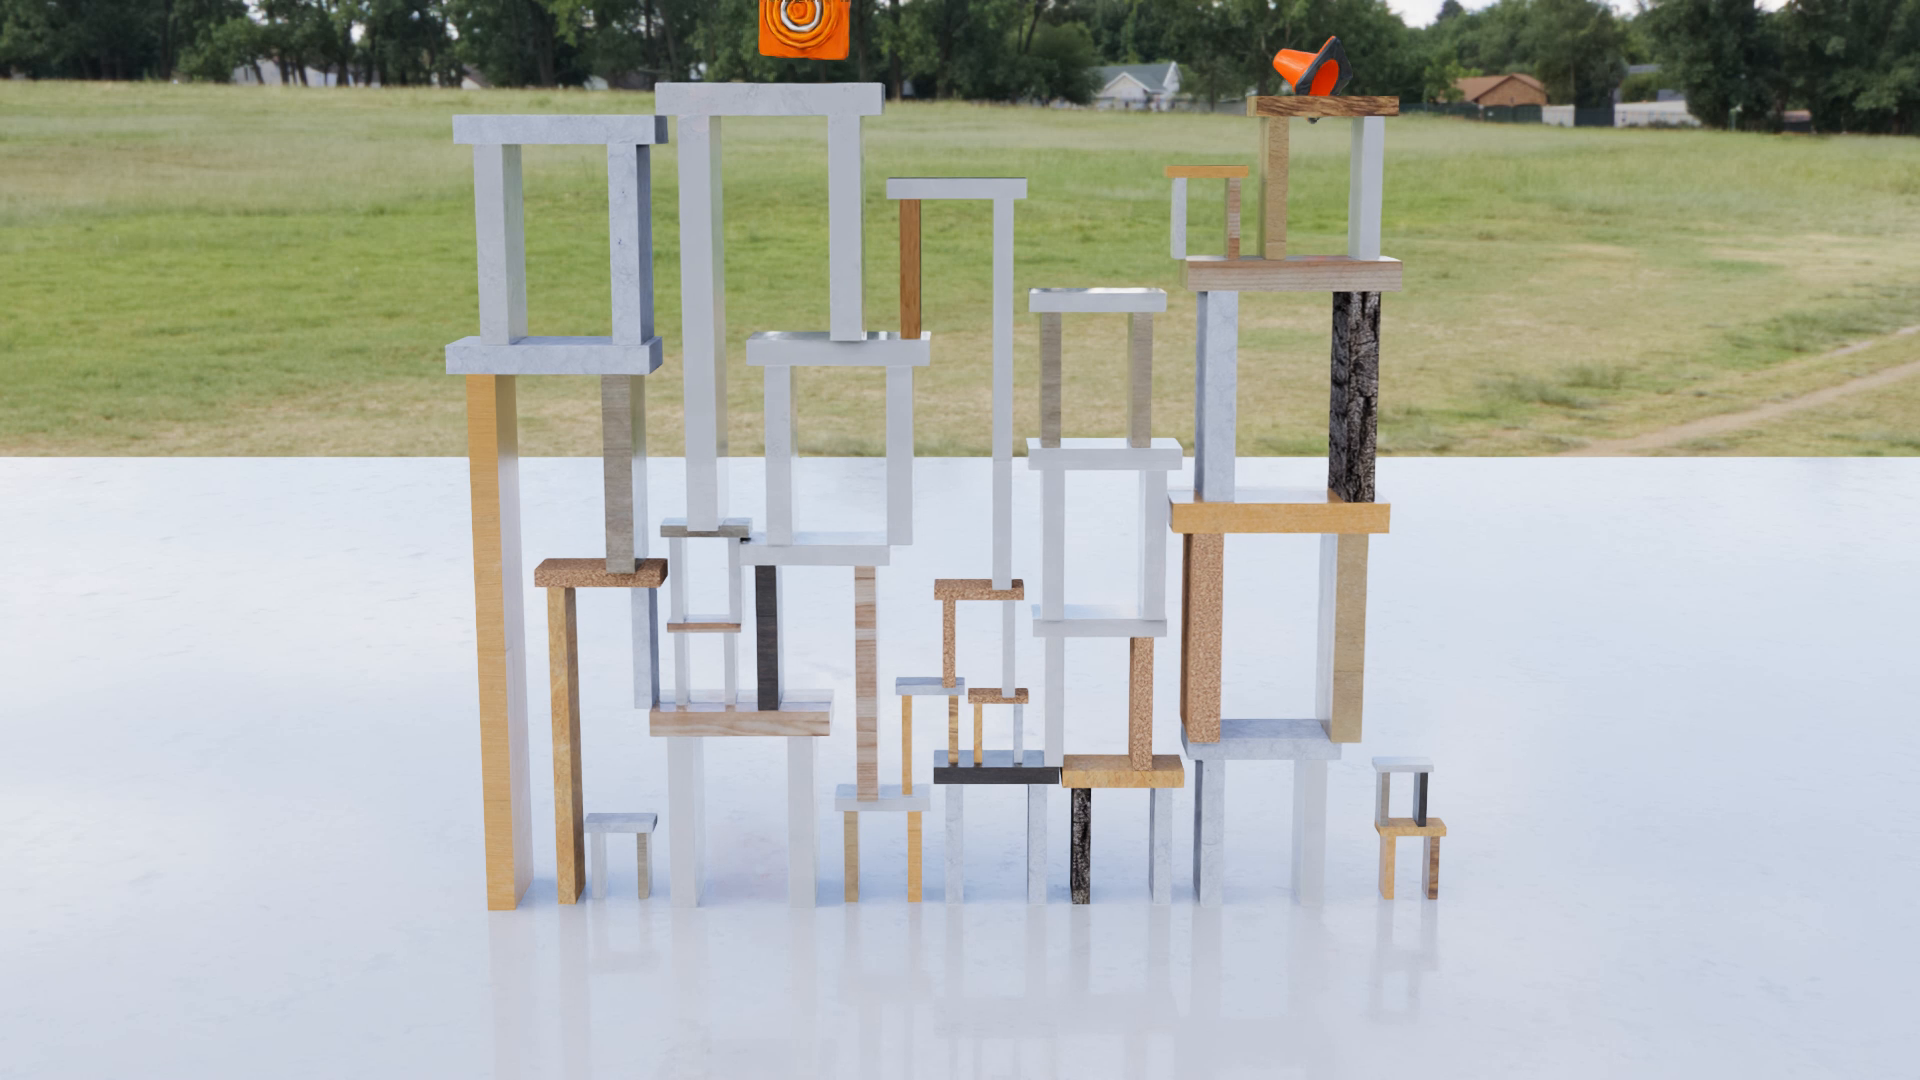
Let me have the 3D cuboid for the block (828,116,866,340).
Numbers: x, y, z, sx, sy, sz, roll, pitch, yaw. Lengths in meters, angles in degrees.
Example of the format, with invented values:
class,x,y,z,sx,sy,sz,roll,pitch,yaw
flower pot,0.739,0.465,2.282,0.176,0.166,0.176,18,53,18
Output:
class,x,y,z,sx,sy,sz,roll,pitch,yaw
block,-0.177,-0.494,3.468,0.049,0.344,0.172,0,11,0

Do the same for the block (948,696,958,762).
class,x,y,z,sx,sy,sz,roll,pitch,yaw
block,-0.011,0.303,3.619,0.016,0.113,0.057,0,11,0

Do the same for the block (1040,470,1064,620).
class,x,y,z,sx,sy,sz,roll,pitch,yaw
block,0.148,-0.002,3.557,0.034,0.243,0.121,0,11,0

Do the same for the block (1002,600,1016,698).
class,x,y,z,sx,sy,sz,roll,pitch,yaw
block,0.079,0.170,3.588,0.021,0.161,0.072,0,11,0

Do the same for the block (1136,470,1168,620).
class,x,y,z,sx,sy,sz,roll,pitch,yaw
block,0.310,-0.002,3.557,0.034,0.243,0.122,0,11,0

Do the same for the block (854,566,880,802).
class,x,y,z,sx,sy,sz,roll,pitch,yaw
block,-0.151,0.222,3.598,0.034,0.392,0.119,0,11,0

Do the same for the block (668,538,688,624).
class,x,y,z,sx,sy,sz,roll,pitch,yaw
block,-0.456,0.059,3.571,0.020,0.141,0.071,0,11,0

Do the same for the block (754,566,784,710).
class,x,y,z,sx,sy,sz,roll,pitch,yaw
block,-0.310,0.147,3.583,0.034,0.239,0.119,0,11,0

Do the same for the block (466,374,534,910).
class,x,y,z,sx,sy,sz,roll,pitch,yaw
block,-0.748,0.159,3.587,0.045,0.878,0.158,0,11,0

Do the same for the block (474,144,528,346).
class,x,y,z,sx,sy,sz,roll,pitch,yaw
block,-0.725,-0.469,3.474,0.044,0.309,0.154,0,11,0

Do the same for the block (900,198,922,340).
class,x,y,z,sx,sy,sz,roll,pitch,yaw
block,-0.078,-0.431,3.477,0.031,0.217,0.108,0,11,0

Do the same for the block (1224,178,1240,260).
class,x,y,z,sx,sy,sz,roll,pitch,yaw
block,0.429,-0.508,3.468,0.018,0.126,0.063,0,11,0

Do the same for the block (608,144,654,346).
class,x,y,z,sx,sy,sz,roll,pitch,yaw
block,-0.519,-0.469,3.474,0.044,0.309,0.154,0,11,0

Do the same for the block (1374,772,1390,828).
class,x,y,z,sx,sy,sz,roll,pitch,yaw
block,0.698,0.422,3.635,0.013,0.094,0.047,0,11,0

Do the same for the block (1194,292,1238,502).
class,x,y,z,sx,sy,sz,roll,pitch,yaw
block,0.409,-0.238,3.520,0.047,0.331,0.166,0,11,0

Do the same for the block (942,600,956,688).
class,x,y,z,sx,sy,sz,roll,pitch,yaw
block,-0.018,0.162,3.586,0.021,0.145,0.072,0,11,0

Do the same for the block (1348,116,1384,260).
class,x,y,z,sx,sy,sz,roll,pitch,yaw
block,0.638,-0.554,3.461,0.031,0.220,0.110,0,11,0

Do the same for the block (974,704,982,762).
class,x,y,z,sx,sy,sz,roll,pitch,yaw
block,0.030,0.311,3.617,0.014,0.099,0.050,0,11,0

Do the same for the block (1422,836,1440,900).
class,x,y,z,sx,sy,sz,roll,pitch,yaw
block,0.783,0.537,3.658,0.015,0.109,0.054,0,11,0

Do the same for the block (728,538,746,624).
class,x,y,z,sx,sy,sz,roll,pitch,yaw
block,-0.362,0.059,3.571,0.020,0.141,0.071,0,11,0

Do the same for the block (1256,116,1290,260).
class,x,y,z,sx,sy,sz,roll,pitch,yaw
block,0.492,-0.554,3.460,0.031,0.220,0.110,0,11,0

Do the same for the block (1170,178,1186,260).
class,x,y,z,sx,sy,sz,roll,pitch,yaw
block,0.345,-0.508,3.467,0.018,0.126,0.063,-1,11,0

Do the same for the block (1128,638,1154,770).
class,x,y,z,sx,sy,sz,roll,pitch,yaw
block,0.297,0.256,3.612,0.031,0.223,0.108,0,11,0

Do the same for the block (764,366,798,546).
class,x,y,z,sx,sy,sz,roll,pitch,yaw
block,-0.286,-0.145,3.536,0.041,0.286,0.143,0,11,0

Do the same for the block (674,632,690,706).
class,x,y,z,sx,sy,sz,roll,pitch,yaw
block,-0.455,0.204,3.600,0.017,0.121,0.060,0,11,0

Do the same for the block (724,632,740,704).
class,x,y,z,sx,sy,sz,roll,pitch,yaw
block,-0.374,0.204,3.600,0.017,0.121,0.060,0,11,0

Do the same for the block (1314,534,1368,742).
class,x,y,z,sx,sy,sz,roll,pitch,yaw
block,0.621,0.142,3.585,0.048,0.342,0.171,0,11,0

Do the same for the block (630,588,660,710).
class,x,y,z,sx,sy,sz,roll,pitch,yaw
block,-0.513,0.166,3.587,0.028,0.201,0.100,0,10,0

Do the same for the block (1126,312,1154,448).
class,x,y,z,sx,sy,sz,roll,pitch,yaw
block,0.286,-0.261,3.511,0.030,0.214,0.107,0,11,0

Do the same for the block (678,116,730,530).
class,x,y,z,sx,sy,sz,roll,pitch,yaw
block,-0.407,-0.347,3.496,0.049,0.644,0.172,0,11,0

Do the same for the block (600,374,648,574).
class,x,y,z,sx,sy,sz,roll,pitch,yaw
block,-0.538,-0.117,3.536,0.045,0.317,0.158,0,10,0

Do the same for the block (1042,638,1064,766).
class,x,y,z,sx,sy,sz,roll,pitch,yaw
block,0.153,0.253,3.610,0.031,0.216,0.108,0,11,0

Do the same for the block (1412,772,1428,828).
class,x,y,z,sx,sy,sz,roll,pitch,yaw
block,0.761,0.422,3.635,0.013,0.094,0.047,0,11,0

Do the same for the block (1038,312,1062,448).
class,x,y,z,sx,sy,sz,roll,pitch,yaw
block,0.143,-0.261,3.509,0.030,0.214,0.107,0,11,0

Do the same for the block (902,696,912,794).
class,x,y,z,sx,sy,sz,roll,pitch,yaw
block,-0.087,0.330,3.625,0.016,0.169,0.057,0,11,0

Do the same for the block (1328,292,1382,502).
class,x,y,z,sx,sy,sz,roll,pitch,yaw
block,0.630,-0.237,3.519,0.047,0.331,0.166,0,11,0

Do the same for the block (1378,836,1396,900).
class,x,y,z,sx,sy,sz,roll,pitch,yaw
block,0.710,0.537,3.658,0.015,0.109,0.054,0,11,0

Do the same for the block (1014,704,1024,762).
class,x,y,z,sx,sy,sz,roll,pitch,yaw
block,0.096,0.311,3.617,0.014,0.099,0.049,0,11,0

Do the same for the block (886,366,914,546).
class,x,y,z,sx,sy,sz,roll,pitch,yaw
block,-0.095,-0.145,3.535,0.041,0.286,0.143,0,11,0

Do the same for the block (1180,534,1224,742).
class,x,y,z,sx,sy,sz,roll,pitch,yaw
block,0.393,0.142,3.586,0.048,0.342,0.171,0,11,0

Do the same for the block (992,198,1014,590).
class,x,y,z,sx,sy,sz,roll,pitch,yaw
block,0.067,-0.234,3.515,0.031,0.619,0.108,0,11,0
